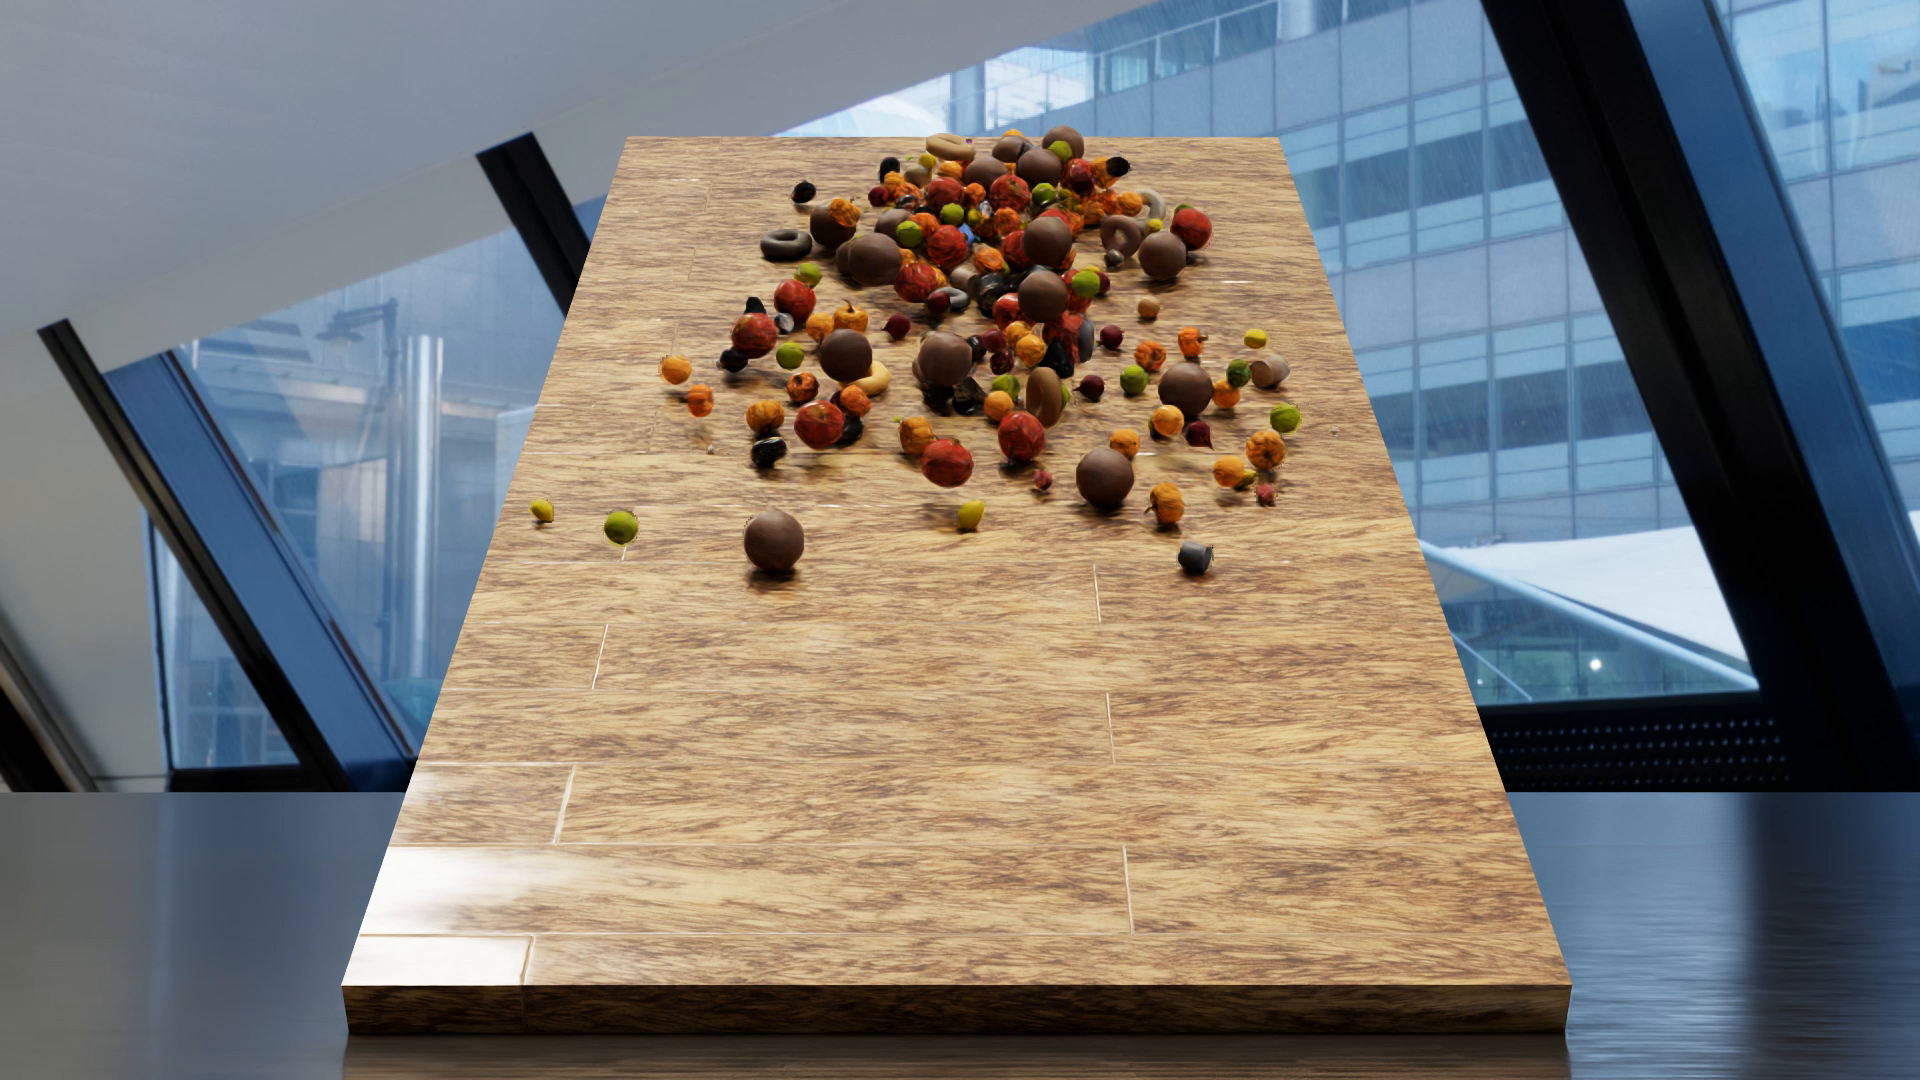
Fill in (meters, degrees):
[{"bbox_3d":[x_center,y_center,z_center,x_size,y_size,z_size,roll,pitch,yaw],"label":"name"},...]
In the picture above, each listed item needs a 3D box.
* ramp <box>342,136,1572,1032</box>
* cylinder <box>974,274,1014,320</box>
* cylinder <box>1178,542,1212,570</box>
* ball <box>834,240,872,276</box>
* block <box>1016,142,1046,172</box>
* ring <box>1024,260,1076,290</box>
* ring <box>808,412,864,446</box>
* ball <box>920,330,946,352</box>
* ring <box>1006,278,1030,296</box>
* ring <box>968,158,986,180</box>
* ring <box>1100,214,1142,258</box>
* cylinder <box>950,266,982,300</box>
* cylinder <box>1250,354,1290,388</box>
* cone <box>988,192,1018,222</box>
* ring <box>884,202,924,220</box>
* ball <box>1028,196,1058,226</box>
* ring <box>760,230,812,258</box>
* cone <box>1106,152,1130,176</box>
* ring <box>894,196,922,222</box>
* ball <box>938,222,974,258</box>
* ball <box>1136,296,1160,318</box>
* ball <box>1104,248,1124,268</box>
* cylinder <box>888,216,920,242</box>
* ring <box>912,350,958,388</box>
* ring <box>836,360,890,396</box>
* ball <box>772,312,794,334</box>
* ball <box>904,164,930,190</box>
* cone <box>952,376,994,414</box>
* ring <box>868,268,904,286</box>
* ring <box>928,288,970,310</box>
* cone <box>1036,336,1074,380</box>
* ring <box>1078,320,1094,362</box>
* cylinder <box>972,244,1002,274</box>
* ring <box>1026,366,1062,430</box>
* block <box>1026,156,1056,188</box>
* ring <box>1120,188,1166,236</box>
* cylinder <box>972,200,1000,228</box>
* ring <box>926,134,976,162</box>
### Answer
[{"bbox_3d":[-0.013,-0.214,5.677,2.000,0.100,4.000,0,29,0],"label":"ramp"},{"bbox_3d":[0.089,-0.629,6.220,0.091,0.091,0.091,1,29,-9],"label":"cylinder"},{"bbox_3d":[0.496,0.034,5.076,0.053,0.053,0.053,14,1,26],"label":"cylinder"},{"bbox_3d":[-0.286,-0.753,6.432,0.097,0.097,0.097,0,-6,0],"label":"ball"},{"bbox_3d":[0.203,-1.096,6.888,0.061,0.061,0.061,25,17,10],"label":"block"},{"bbox_3d":[0.241,-0.705,6.402,0.139,0.046,0.139,-1,29,0],"label":"ring"},{"bbox_3d":[-0.291,-0.260,5.612,0.131,0.044,0.131,-1,29,0],"label":"ring"},{"bbox_3d":[-0.066,-0.492,6.002,0.065,0.065,0.065,0,-6,0],"label":"ball"},{"bbox_3d":[0.138,-0.667,6.341,0.098,0.033,0.098,-7,24,3],"label":"ring"},{"bbox_3d":[0.050,-1.082,7.008,0.026,0.077,0.077,-39,-2,-6],"label":"ring"},{"bbox_3d":[0.437,-0.826,6.544,0.122,0.122,0.041,-4,23,37],"label":"ring"},{"bbox_3d":[0.020,-0.676,6.321,0.069,0.069,0.069,5,18,-42],"label":"cylinder"},{"bbox_3d":[0.753,-0.411,5.853,0.068,0.068,0.068,-21,10,-40],"label":"cylinder"},{"bbox_3d":[0.101,-0.908,6.641,0.083,0.083,0.083,-6,16,45],"label":"cone"},{"bbox_3d":[-0.158,-0.928,6.803,0.117,0.039,0.117,-3,29,2],"label":"ring"},{"bbox_3d":[0.233,-0.920,6.745,0.084,0.084,0.084,0,-6,0],"label":"ball"},{"bbox_3d":[-0.475,-0.809,6.579,0.148,0.049,0.148,-1,27,0],"label":"ring"},{"bbox_3d":[0.436,-1.054,6.660,0.067,0.067,0.067,3,-43,3],"label":"cone"},{"bbox_3d":[-0.142,-0.909,6.605,0.078,0.078,0.026,1,29,-8],"label":"ring"},{"bbox_3d":[-0.011,-0.819,6.551,0.097,0.097,0.097,0,-6,0],"label":"ball"},{"bbox_3d":[0.485,-0.600,6.203,0.060,0.060,0.060,0,-6,0],"label":"ball"},{"bbox_3d":[0.415,-0.758,6.490,0.053,0.053,0.053,0,-6,0],"label":"ball"},{"bbox_3d":[-0.155,-0.867,6.661,0.070,0.070,0.070,-12,-1,-21],"label":"cylinder"},{"bbox_3d":[-0.060,-0.417,5.871,0.116,0.116,0.039,1,-42,-9],"label":"ring"},{"bbox_3d":[-0.234,-0.393,5.838,0.130,0.043,0.130,-3,35,2],"label":"ring"},{"bbox_3d":[-0.448,-0.551,6.113,0.056,0.056,0.056,0,-6,0],"label":"ball"},{"bbox_3d":[-0.122,-1.025,6.788,0.070,0.070,0.070,0,-6,0],"label":"ball"},{"bbox_3d":[0.047,-0.337,5.749,0.093,0.093,0.093,13,-12,-35],"label":"cone"},{"bbox_3d":[-0.194,-0.690,6.311,0.097,0.032,0.097,-2,16,1],"label":"ring"},{"bbox_3d":[-0.028,-0.627,6.268,0.109,0.036,0.109,3,26,-2],"label":"ring"},{"bbox_3d":[0.234,-0.458,5.910,0.098,0.098,0.098,0,29,0],"label":"cone"},{"bbox_3d":[0.300,-0.476,5.744,0.034,0.103,0.103,4,-5,7],"label":"ring"},{"bbox_3d":[0.074,-0.756,6.454,0.059,0.059,0.059,30,-21,-30],"label":"cylinder"},{"bbox_3d":[0.195,-0.330,5.576,0.049,0.146,0.146,-3,-4,-21],"label":"ring"},{"bbox_3d":[0.236,-1.077,7.021,0.062,0.062,0.062,24,-45,9],"label":"block"},{"bbox_3d":[0.509,-0.913,6.699,0.136,0.136,0.045,-3,-9,27],"label":"ring"},{"bbox_3d":[0.072,-0.916,6.743,0.077,0.077,0.077,1,-6,1],"label":"cylinder"},{"bbox_3d":[-0.026,-1.129,6.918,0.149,0.050,0.149,9,25,-4],"label":"ring"}]
